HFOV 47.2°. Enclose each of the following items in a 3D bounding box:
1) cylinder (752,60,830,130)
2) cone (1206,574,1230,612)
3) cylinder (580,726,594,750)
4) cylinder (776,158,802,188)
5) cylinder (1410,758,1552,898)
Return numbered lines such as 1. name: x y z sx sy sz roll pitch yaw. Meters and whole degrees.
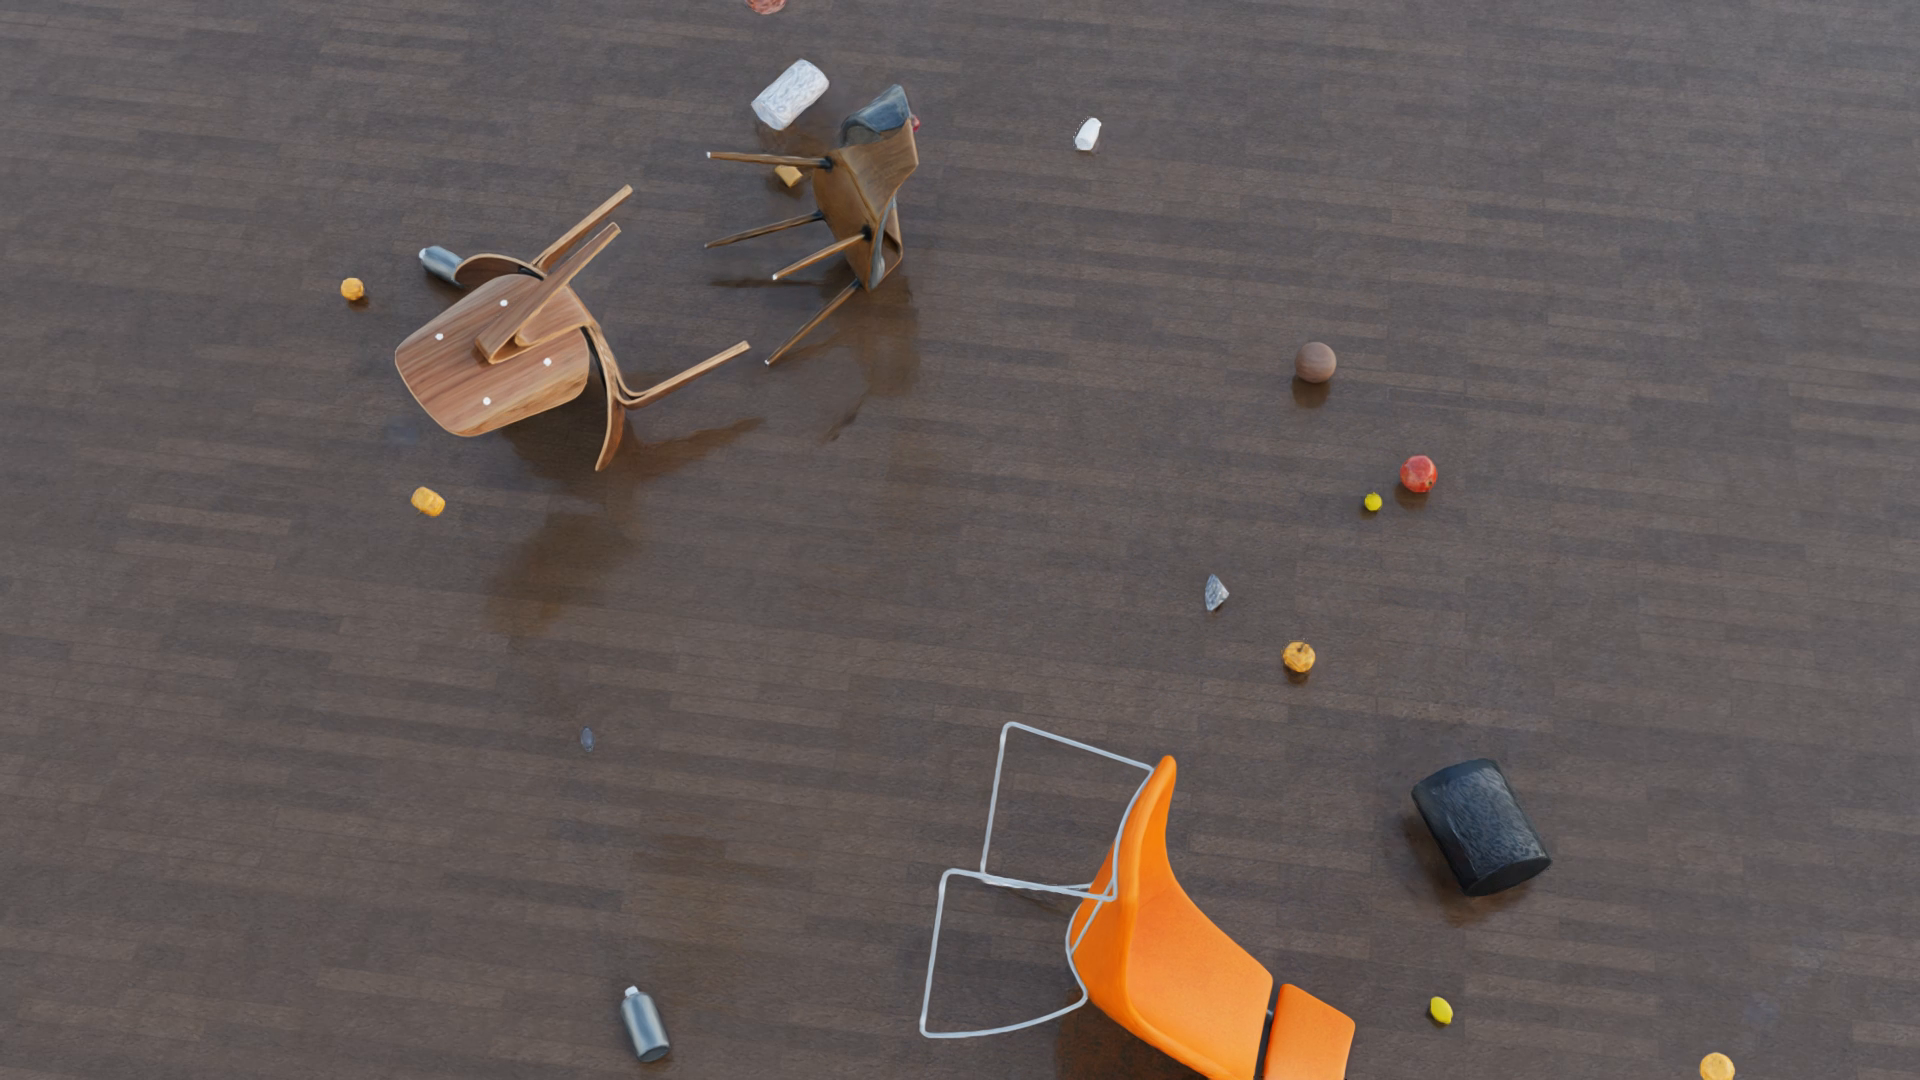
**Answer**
1. cylinder: -0.569 -1.494 7.380 0.219 0.119 0.165 -45 49 -13
2. cone: 0.765 0.157 6.447 0.069 0.059 0.108 6 89 -34
3. cylinder: -1.041 0.555 6.148 0.034 0.073 0.058 -2 76 -7
4. cylinder: -0.573 -1.226 7.348 0.075 0.061 0.047 48 32 3
5. cylinder: 1.407 0.777 5.949 0.263 0.171 0.316 -14 57 -16
